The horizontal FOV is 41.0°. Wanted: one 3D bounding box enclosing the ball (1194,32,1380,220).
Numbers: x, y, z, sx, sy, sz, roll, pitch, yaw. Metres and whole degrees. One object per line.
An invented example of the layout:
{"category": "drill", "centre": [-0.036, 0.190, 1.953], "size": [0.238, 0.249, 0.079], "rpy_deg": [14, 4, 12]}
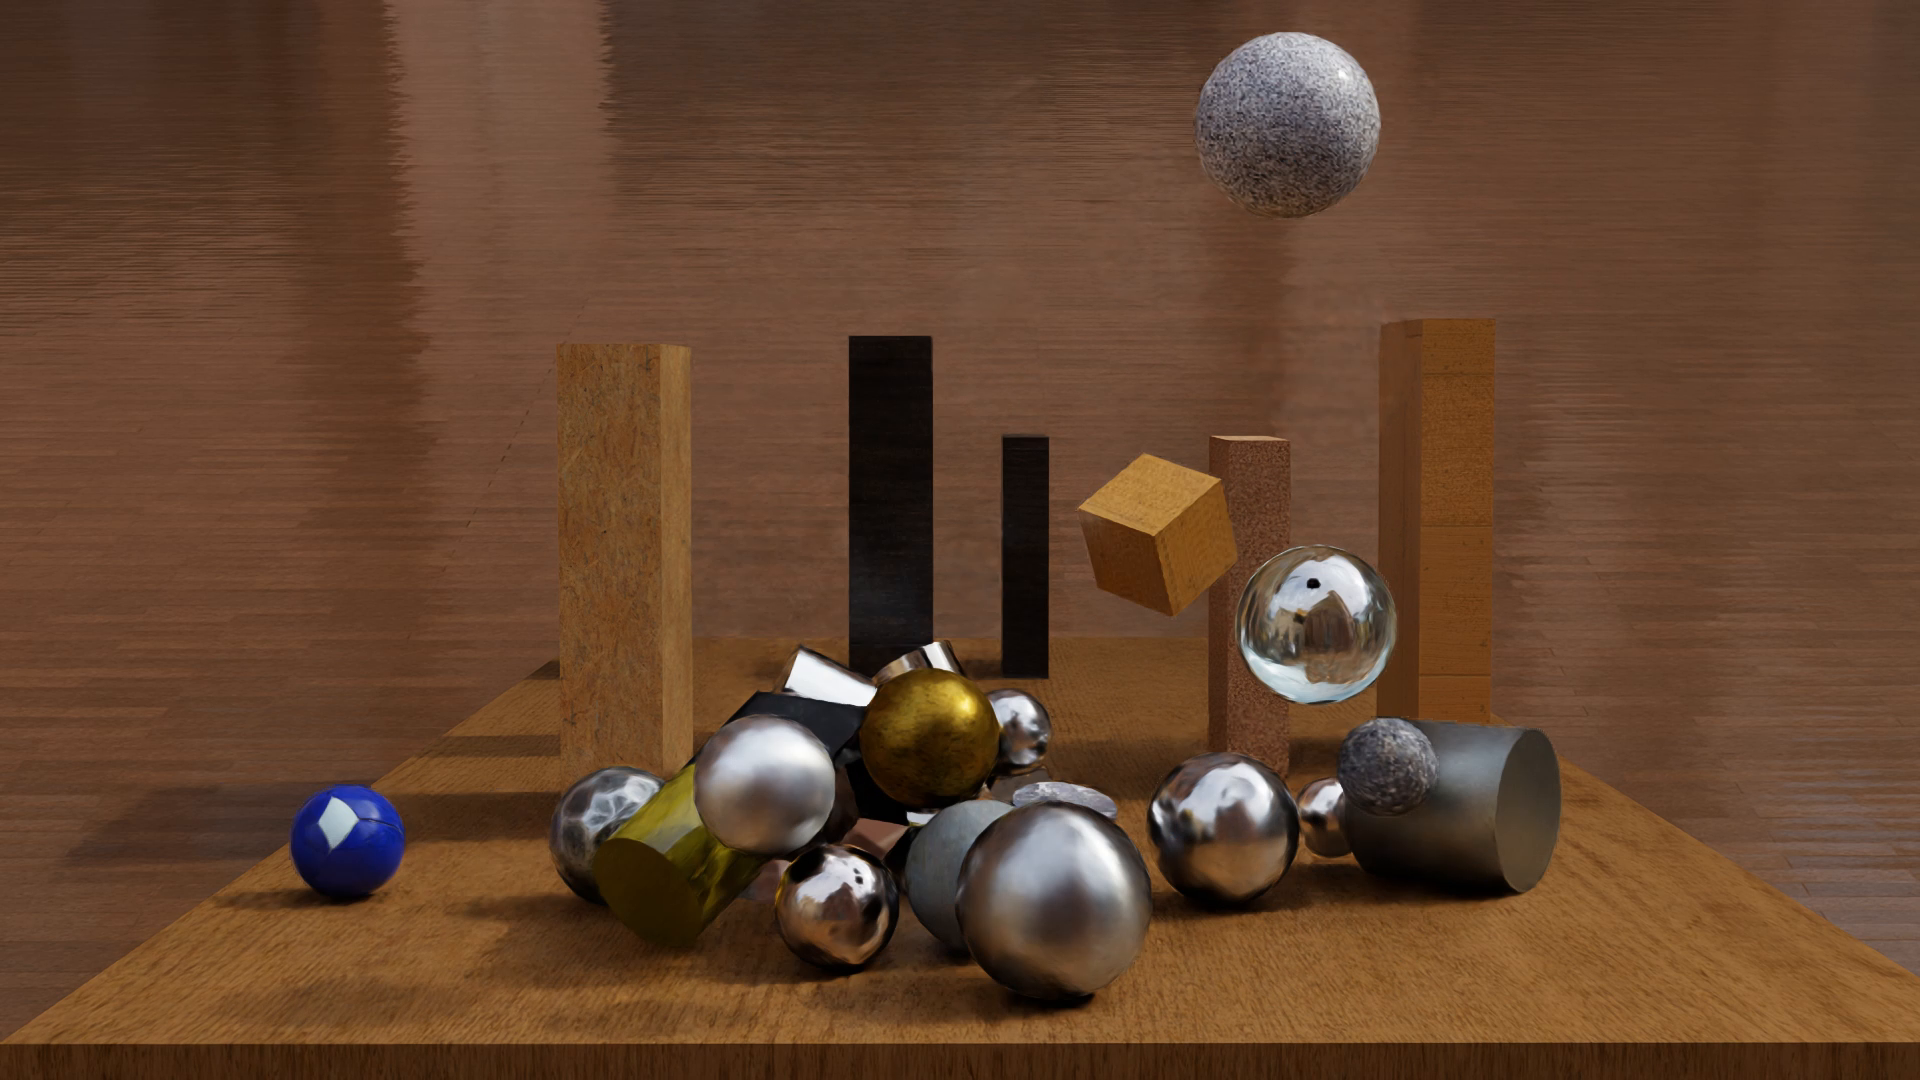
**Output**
{"category": "ball", "centre": [0.348, -0.441, 2.736], "size": [0.197, 0.197, 0.197], "rpy_deg": [0, 20, 0]}

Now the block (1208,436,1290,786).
{"category": "block", "centre": [0.466, 0.115, 4.159], "size": [0.096, 0.560, 0.304], "rpy_deg": [0, 4, 0]}

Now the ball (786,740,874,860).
{"category": "ball", "centre": [-0.190, 0.355, 3.474], "size": [0.167, 0.167, 0.167], "rpy_deg": [0, 20, 0]}

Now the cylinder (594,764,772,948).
{"category": "cylinder", "centre": [-0.318, 0.366, 2.986], "size": [0.153, 0.153, 0.153], "rpy_deg": [12, 36, 29]}

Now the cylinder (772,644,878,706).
{"category": "cylinder", "centre": [-0.186, 0.285, 3.722], "size": [0.202, 0.202, 0.202], "rpy_deg": [26, 19, -7]}

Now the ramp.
{"category": "ramp", "centre": [0.047, 0.422, 4.534], "size": [2.000, 0.100, 4.000], "rpy_deg": [0, 4, 0]}

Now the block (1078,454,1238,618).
{"category": "block", "centre": [0.205, -0.006, 2.651], "size": [0.105, 0.105, 0.105], "rpy_deg": [22, 50, 42]}

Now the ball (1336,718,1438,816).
{"category": "ball", "centre": [0.535, 0.285, 3.221], "size": [0.124, 0.124, 0.124], "rpy_deg": [0, 20, 0]}

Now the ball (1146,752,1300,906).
{"category": "ball", "centre": [0.327, 0.359, 3.199], "size": [0.192, 0.192, 0.192], "rpy_deg": [0, 20, 0]}

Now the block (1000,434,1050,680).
{"category": "block", "centre": [0.144, 0.028, 5.804], "size": [0.099, 0.529, 0.402], "rpy_deg": [0, 4, 0]}

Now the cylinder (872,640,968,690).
{"category": "cylinder", "centre": [-0.039, 0.211, 3.382], "size": [0.115, 0.115, 0.115], "rpy_deg": [-25, -14, -7]}

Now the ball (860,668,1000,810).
{"category": "ball", "centre": [-0.035, 0.231, 2.992], "size": [0.164, 0.164, 0.164], "rpy_deg": [0, 20, 0]}

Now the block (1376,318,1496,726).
{"category": "block", "centre": [0.823, -0.002, 4.473], "size": [0.119, 0.754, 0.425], "rpy_deg": [0, 4, 0]}

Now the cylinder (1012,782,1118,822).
{"category": "cylinder", "centre": [0.120, 0.380, 3.131], "size": [0.128, 0.128, 0.128], "rpy_deg": [6, 18, -2]}

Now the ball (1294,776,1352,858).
{"category": "ball", "centre": [0.492, 0.367, 3.401], "size": [0.107, 0.107, 0.107], "rpy_deg": [0, 20, 0]}

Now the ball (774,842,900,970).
{"category": "ball", "centre": [-0.137, 0.407, 2.852], "size": [0.140, 0.140, 0.140], "rpy_deg": [0, 20, 0]}

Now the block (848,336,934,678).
{"category": "block", "centre": [-0.122, 0.000, 4.645], "size": [0.146, 0.730, 0.262], "rpy_deg": [0, 4, 0]}

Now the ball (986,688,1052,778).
{"category": "ball", "centre": [0.060, 0.240, 3.190], "size": [0.111, 0.111, 0.111], "rpy_deg": [0, 20, 0]}

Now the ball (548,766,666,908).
{"category": "ball", "centre": [-0.421, 0.368, 3.185], "size": [0.176, 0.176, 0.176], "rpy_deg": [0, 20, 0]}

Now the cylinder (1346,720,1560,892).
{"category": "cylinder", "centre": [0.642, 0.342, 3.337], "size": [0.207, 0.207, 0.207], "rpy_deg": [3, 18, 35]}

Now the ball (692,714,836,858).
{"category": "ball", "centre": [-0.217, 0.272, 2.847], "size": [0.159, 0.159, 0.159], "rpy_deg": [0, 20, 0]}

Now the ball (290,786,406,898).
{"category": "ball", "centre": [-0.773, 0.382, 3.244], "size": [0.143, 0.143, 0.143], "rpy_deg": [0, 20, 0]}

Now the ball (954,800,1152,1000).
{"category": "ball", "centre": [0.099, 0.381, 2.715], "size": [0.209, 0.209, 0.209], "rpy_deg": [0, 20, 0]}

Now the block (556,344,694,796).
{"category": "block", "centre": [-0.498, 0.061, 3.864], "size": [0.146, 0.705, 0.415], "rpy_deg": [0, 4, 0]}

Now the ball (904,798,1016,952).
{"category": "ball", "centre": [0.024, 0.384, 2.936], "size": [0.175, 0.175, 0.175], "rpy_deg": [0, 20, 0]}

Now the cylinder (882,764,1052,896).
{"category": "cylinder", "centre": [0.003, 0.355, 3.291], "size": [0.189, 0.189, 0.189], "rpy_deg": [9, 7, 23]}

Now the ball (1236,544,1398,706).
{"category": "ball", "centre": [0.423, 0.101, 3.052], "size": [0.191, 0.191, 0.191], "rpy_deg": [0, 20, 0]}

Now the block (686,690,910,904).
{"category": "block", "centre": [-0.200, 0.317, 3.110], "size": [0.179, 0.179, 0.179], "rpy_deg": [6, 35, 32]}
